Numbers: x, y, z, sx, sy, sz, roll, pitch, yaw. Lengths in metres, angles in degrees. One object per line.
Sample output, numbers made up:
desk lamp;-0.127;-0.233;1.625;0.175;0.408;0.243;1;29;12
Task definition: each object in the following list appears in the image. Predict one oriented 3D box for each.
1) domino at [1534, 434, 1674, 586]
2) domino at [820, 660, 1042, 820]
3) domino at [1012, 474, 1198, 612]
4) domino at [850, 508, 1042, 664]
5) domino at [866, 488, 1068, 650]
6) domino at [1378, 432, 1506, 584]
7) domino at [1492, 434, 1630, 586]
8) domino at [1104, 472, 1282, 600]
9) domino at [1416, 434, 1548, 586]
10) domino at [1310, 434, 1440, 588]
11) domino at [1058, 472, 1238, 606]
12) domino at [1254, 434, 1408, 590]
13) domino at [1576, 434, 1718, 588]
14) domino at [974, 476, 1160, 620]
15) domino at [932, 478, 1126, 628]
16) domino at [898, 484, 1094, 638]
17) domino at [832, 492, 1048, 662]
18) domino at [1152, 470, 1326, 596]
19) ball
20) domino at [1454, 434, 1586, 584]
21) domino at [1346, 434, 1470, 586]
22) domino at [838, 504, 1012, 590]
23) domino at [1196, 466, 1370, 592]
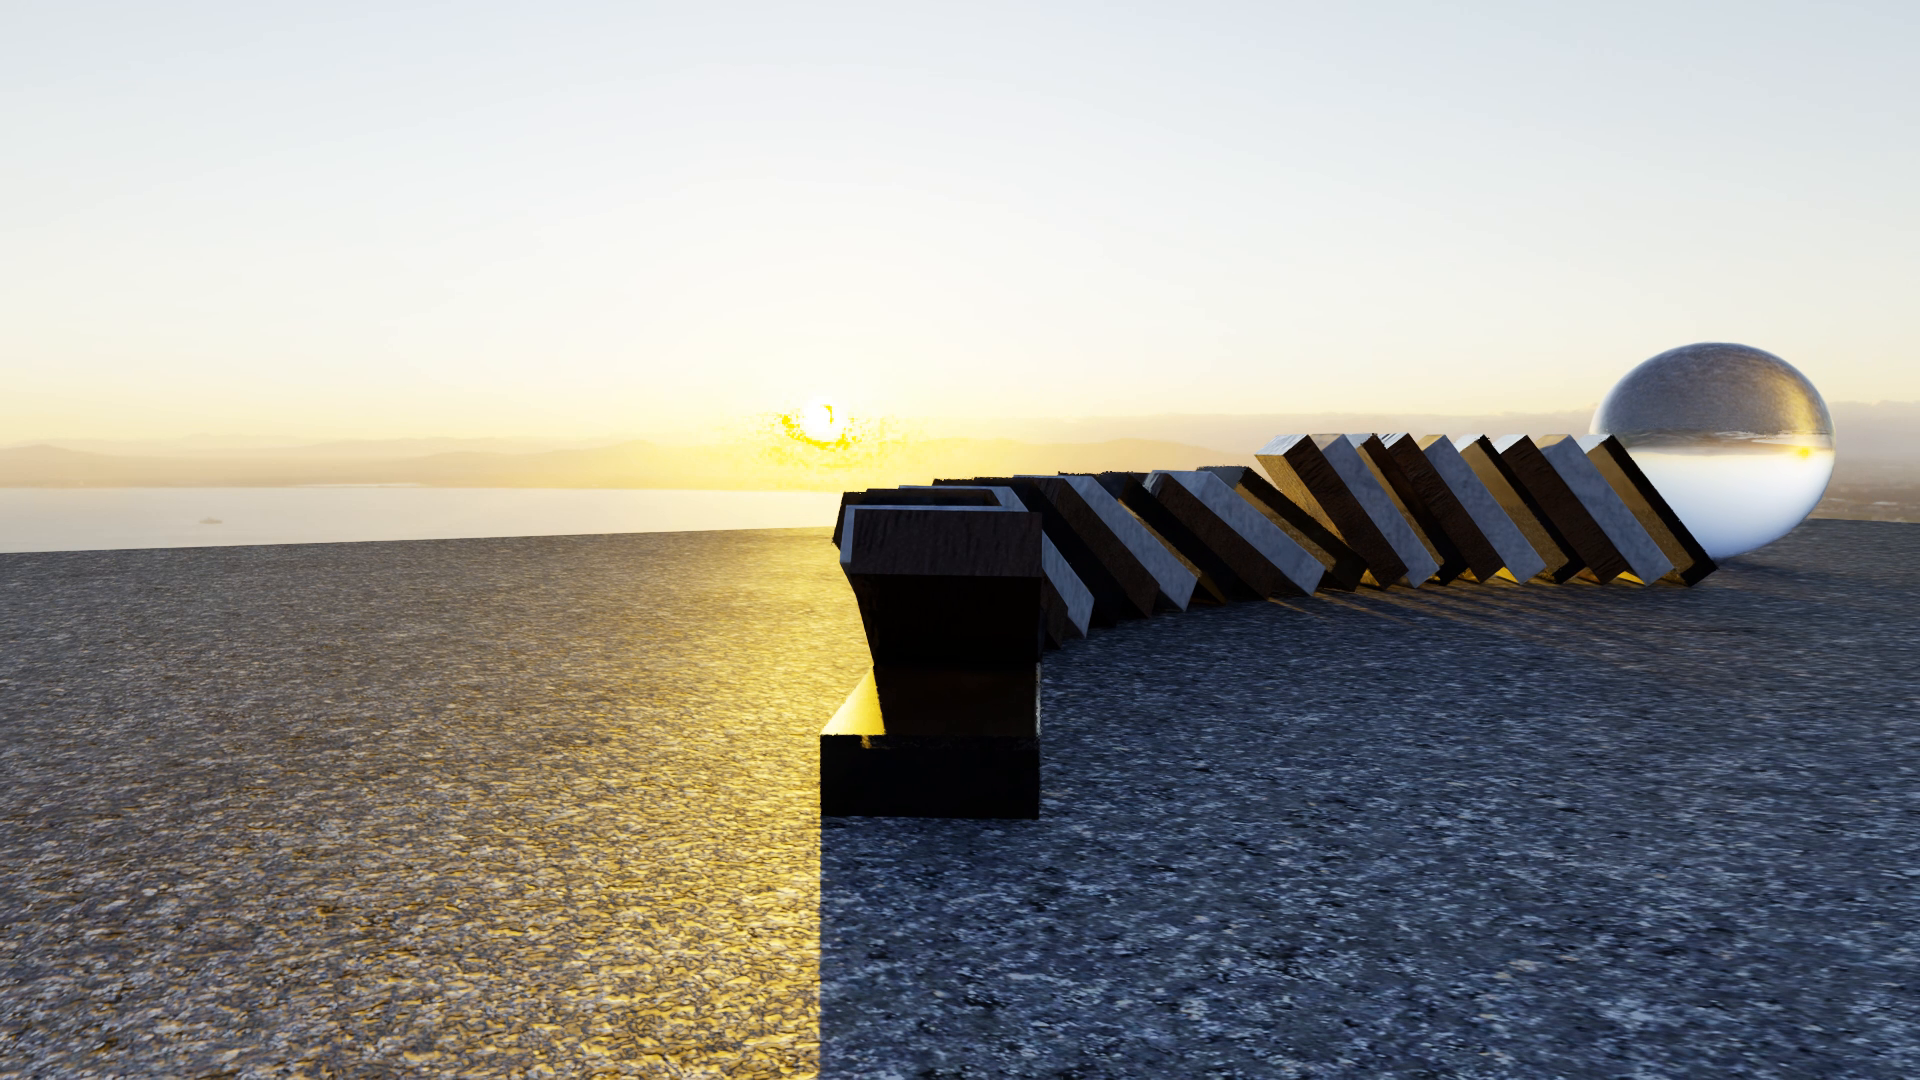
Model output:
domino;0.195;-0.010;0.394;0.009;0.050;0.025;-38;-2;9
domino;-0.002;0.025;0.171;0.025;0.009;0.050;0;4;4
domino;0.035;0.001;0.320;0.025;0.009;0.050;4;-27;46
domino;-0.001;0.011;0.191;0.025;0.010;0.050;1;-26;2
domino;0.002;0.006;0.252;0.025;0.009;0.050;2;-27;24
domino;0.145;-0.010;0.397;0.009;0.050;0.025;-37;3;2
domino;0.183;-0.010;0.397;0.009;0.050;0.025;-38;-2;9
domino;0.061;-0.001;0.347;0.050;0.010;0.025;36;-16;-30
domino;0.159;-0.010;0.398;0.009;0.050;0.025;-38;-1;9
domino;0.121;-0.009;0.386;0.010;0.050;0.025;-38;7;-2
domino;0.047;0.000;0.334;0.050;0.010;0.025;38;-20;-35
domino;0.109;-0.009;0.380;0.010;0.050;0.025;-39;7;-2
domino;0.207;-0.010;0.393;0.009;0.050;0.025;-38;-2;9
domino;0.025;0.002;0.304;0.025;0.009;0.050;3;-27;39
domino;0.015;0.003;0.288;0.025;0.009;0.050;3;-28;35
domino;0.008;0.005;0.270;0.025;0.009;0.050;2;-27;28
domino;-0.002;0.008;0.232;0.025;0.009;0.050;1;-28;18
domino;0.076;-0.002;0.358;0.050;0.009;0.025;35;-13;-27
ball;0.276;-0.033;0.474;0.080;0.080;0.080;0;4;0
domino;0.171;-0.010;0.399;0.010;0.050;0.025;-38;-2;9
domino;0.133;-0.010;0.393;0.009;0.050;0.025;-38;7;-2
domino;-0.002;0.010;0.212;0.025;0.010;0.050;1;-26;8
domino;0.091;-0.003;0.369;0.050;0.009;0.025;35;-10;-20
